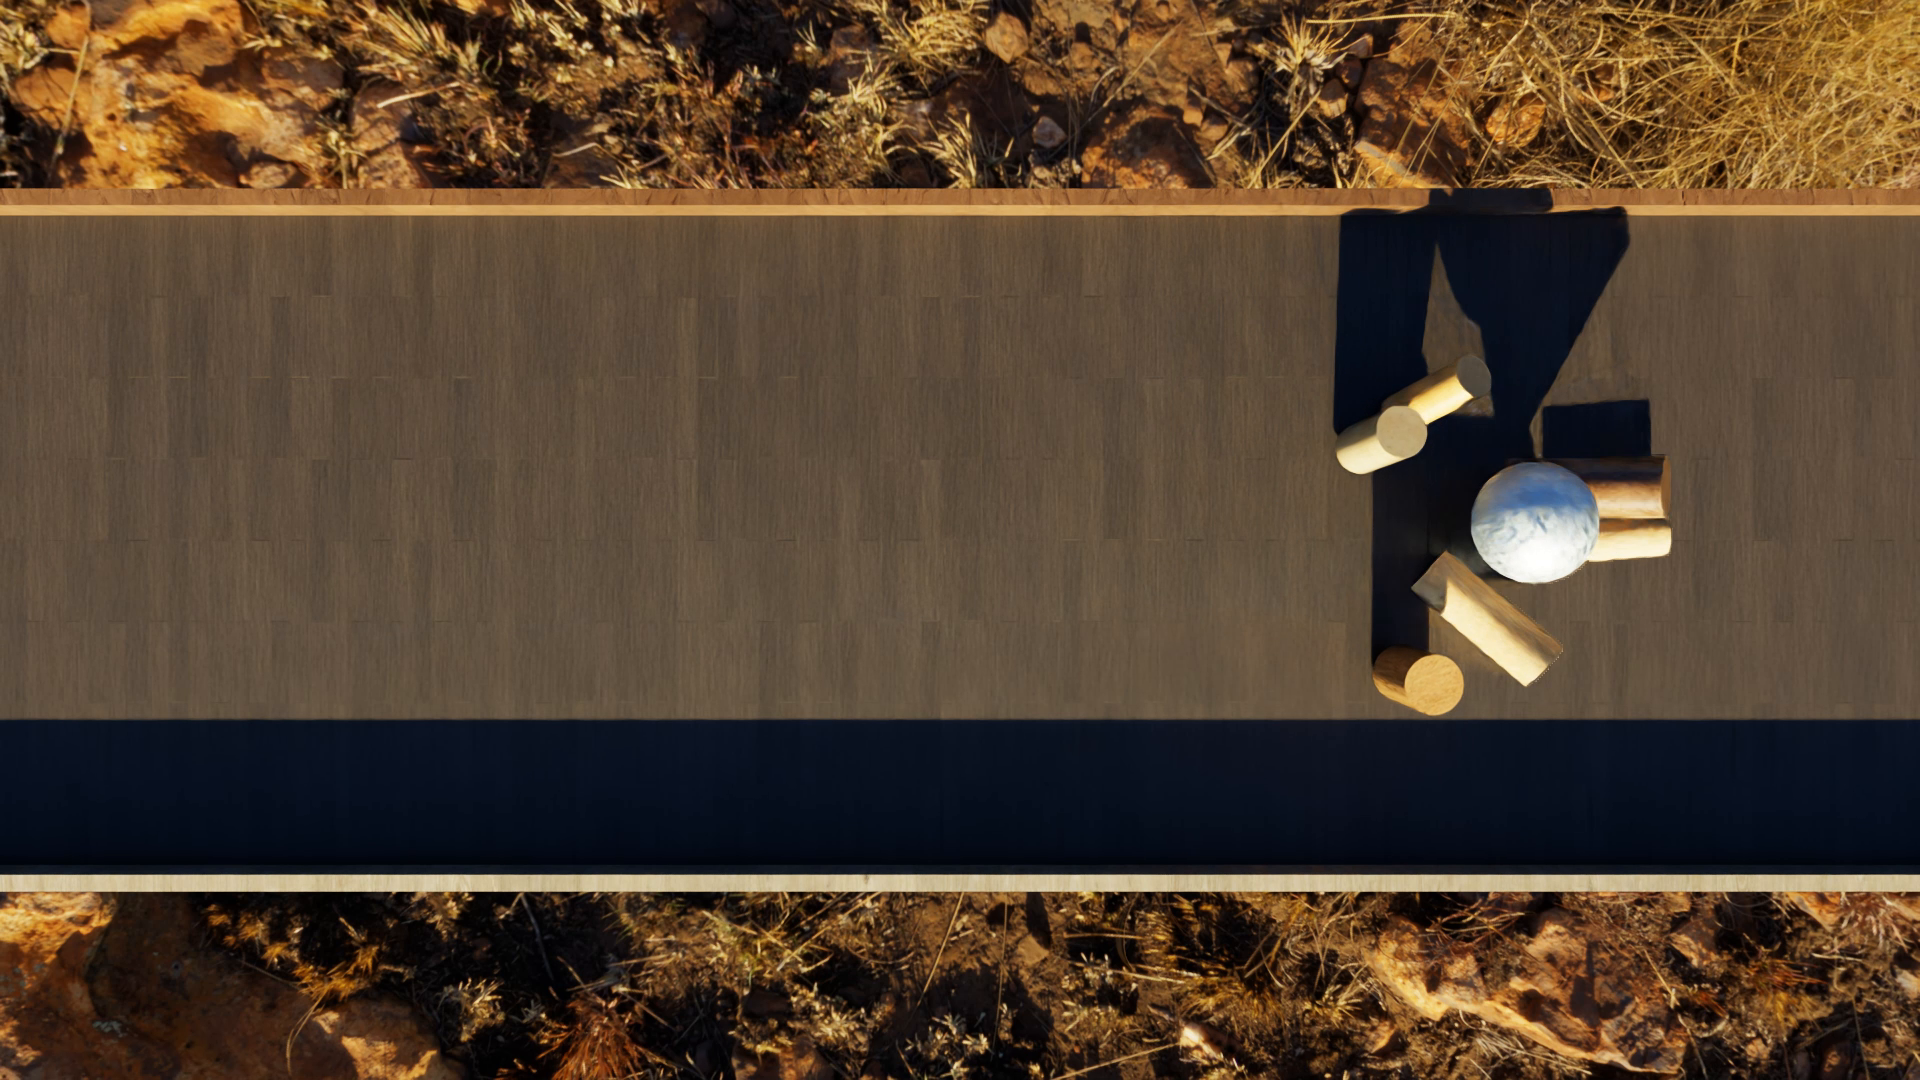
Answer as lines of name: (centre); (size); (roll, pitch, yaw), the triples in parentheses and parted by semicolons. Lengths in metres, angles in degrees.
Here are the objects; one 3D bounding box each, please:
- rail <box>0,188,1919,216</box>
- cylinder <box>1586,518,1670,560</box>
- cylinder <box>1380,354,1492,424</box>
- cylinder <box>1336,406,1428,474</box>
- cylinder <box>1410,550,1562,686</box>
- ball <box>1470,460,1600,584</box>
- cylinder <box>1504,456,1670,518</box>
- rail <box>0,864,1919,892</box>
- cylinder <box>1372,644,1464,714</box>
rail: (-2.247, -1.025, 5.002); (12.000, 0.150, 0.050); (0, 90, 0)
cylinder: (1.965, -0.009, 5.009); (0.330, 0.135, 0.135); (-4, 90, 0)
cylinder: (1.409, -0.426, 4.896); (0.129, 0.341, 0.129); (8, 71, -23)
cylinder: (1.251, -0.296, 4.912); (0.156, 0.303, 0.156); (1, 83, -9)
cylinder: (1.576, 0.233, 4.954); (0.438, 0.158, 0.158); (42, 90, 12)
ball: (1.634, -0.051, 4.692); (0.348, 0.348, 0.348); (0, 90, 0)
cylinder: (1.841, -0.155, 4.854); (0.438, 0.176, 0.176); (1, 90, 31)
rail: (-2.247, 1.025, 5.001); (12.000, 0.150, 0.050); (0, 90, 0)
cylinder: (1.363, 0.412, 4.917); (0.174, 0.308, 0.174); (0, 92, -3)
